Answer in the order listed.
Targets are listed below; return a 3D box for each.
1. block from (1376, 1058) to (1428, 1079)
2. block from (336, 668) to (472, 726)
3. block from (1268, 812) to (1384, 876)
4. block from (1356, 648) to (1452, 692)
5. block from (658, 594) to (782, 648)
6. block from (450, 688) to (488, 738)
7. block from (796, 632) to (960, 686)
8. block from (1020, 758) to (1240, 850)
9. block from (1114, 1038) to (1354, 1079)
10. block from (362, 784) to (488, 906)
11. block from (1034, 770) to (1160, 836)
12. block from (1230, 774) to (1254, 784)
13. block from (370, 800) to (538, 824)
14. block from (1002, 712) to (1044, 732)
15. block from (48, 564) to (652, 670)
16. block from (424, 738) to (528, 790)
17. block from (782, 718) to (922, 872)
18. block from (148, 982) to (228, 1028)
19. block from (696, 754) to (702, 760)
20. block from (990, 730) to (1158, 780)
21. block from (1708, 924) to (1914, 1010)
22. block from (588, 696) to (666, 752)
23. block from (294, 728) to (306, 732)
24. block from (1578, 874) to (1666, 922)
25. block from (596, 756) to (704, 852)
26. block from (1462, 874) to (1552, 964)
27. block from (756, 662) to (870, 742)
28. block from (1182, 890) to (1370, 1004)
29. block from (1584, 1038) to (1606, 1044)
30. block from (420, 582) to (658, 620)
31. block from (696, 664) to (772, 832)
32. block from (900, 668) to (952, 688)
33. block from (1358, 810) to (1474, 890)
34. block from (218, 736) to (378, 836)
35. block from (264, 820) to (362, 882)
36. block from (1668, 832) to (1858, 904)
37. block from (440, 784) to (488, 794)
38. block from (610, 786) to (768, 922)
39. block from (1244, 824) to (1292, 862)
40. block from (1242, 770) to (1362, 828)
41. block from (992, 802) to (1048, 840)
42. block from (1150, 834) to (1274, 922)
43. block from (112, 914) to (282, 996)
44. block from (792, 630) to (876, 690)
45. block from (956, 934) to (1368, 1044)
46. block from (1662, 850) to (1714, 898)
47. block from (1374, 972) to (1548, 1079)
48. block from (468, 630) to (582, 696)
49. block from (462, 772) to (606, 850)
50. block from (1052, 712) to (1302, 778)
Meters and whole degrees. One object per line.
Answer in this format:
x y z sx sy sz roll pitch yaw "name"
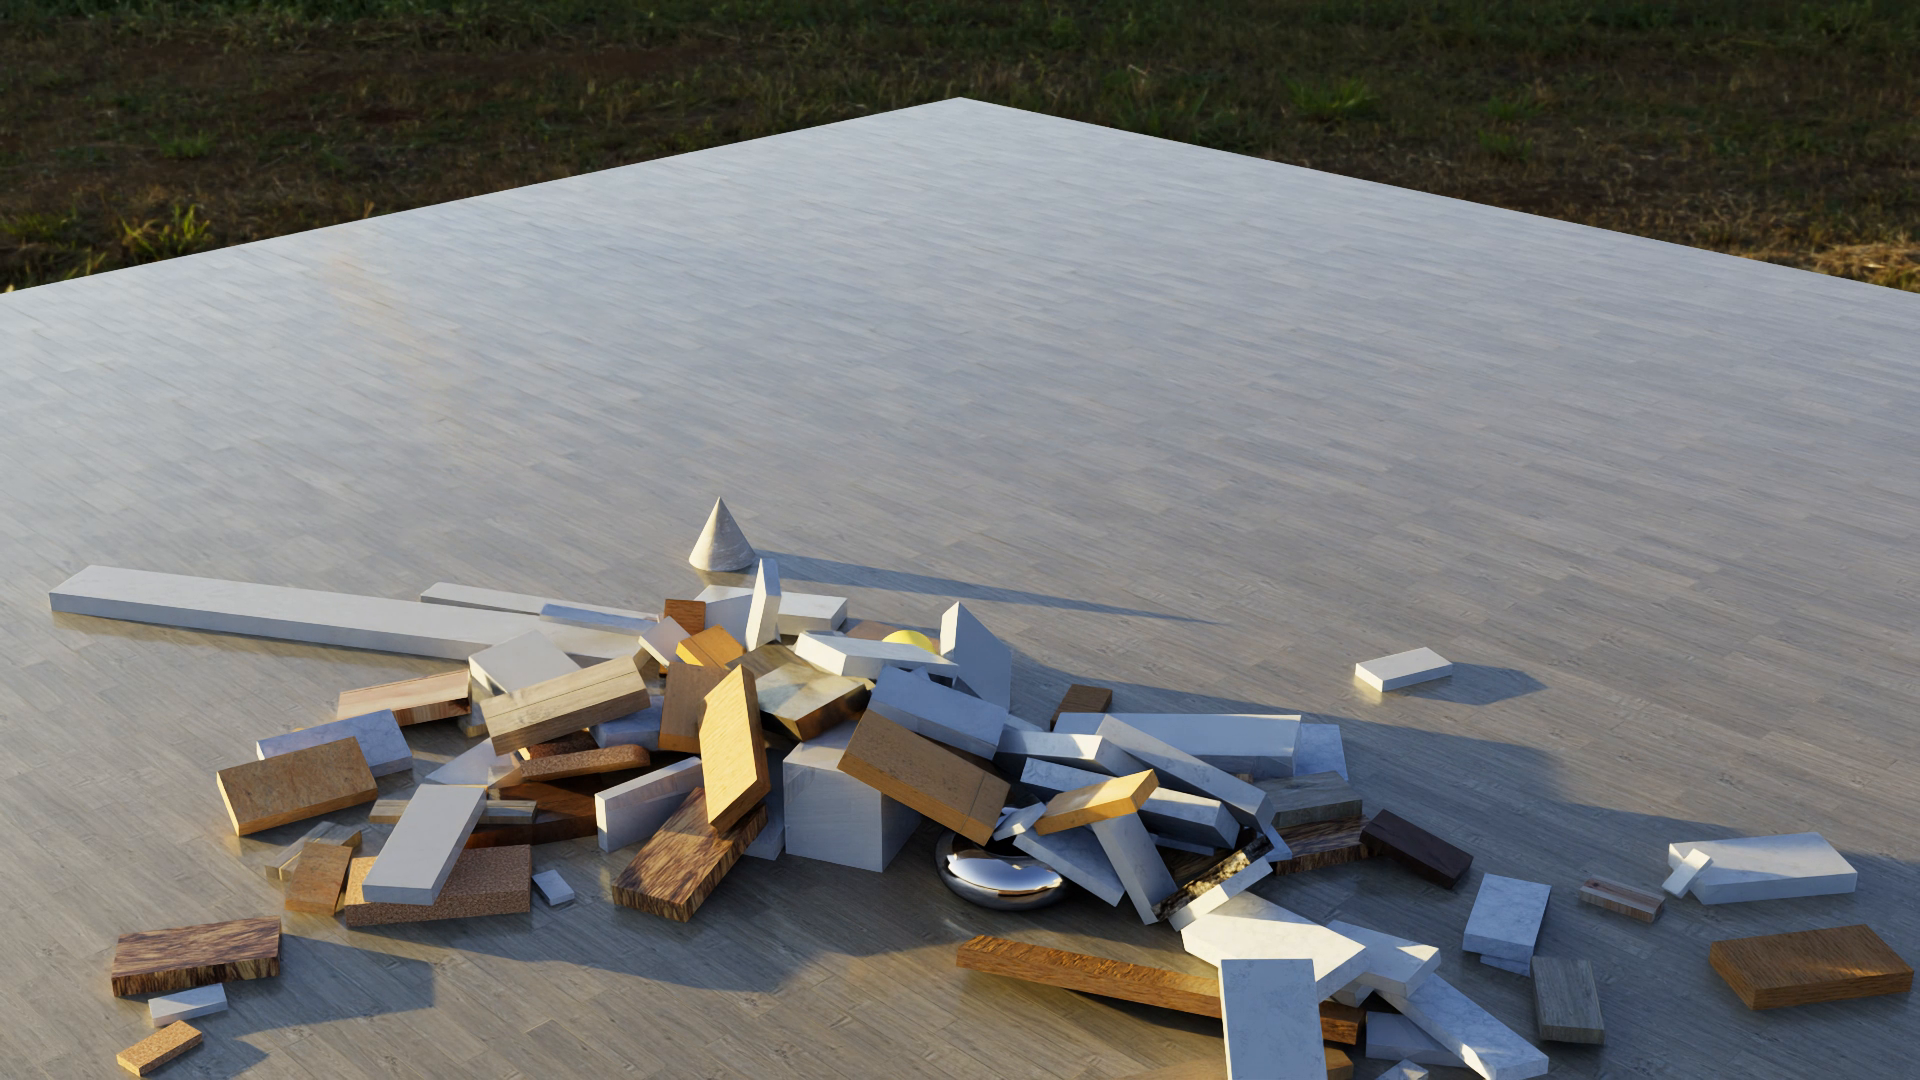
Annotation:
0.727 0.894 3.637 0.095 0.014 0.048 -20 30 -39 "block"
-1.218 0.357 4.828 0.282 0.040 0.141 -10 24 -7 "block"
0.703 0.593 4.318 0.246 0.035 0.123 -8 24 -18 "block"
1.016 0.295 5.029 0.197 0.028 0.099 -11 25 -24 "block"
-0.557 0.209 5.086 0.263 0.037 0.131 -11 66 -11 "block"
-1.071 0.379 4.836 0.086 0.024 0.171 -13 26 -29 "block"
-0.172 0.251 4.616 0.316 0.045 0.158 8 9 -43 "block"
0.329 0.509 4.247 0.396 0.049 0.173 11 -18 24 "block"
-0.082 0.962 3.459 1.523 0.027 0.095 -8 24 -18 "block"
-1.020 0.578 4.203 0.131 0.037 0.342 3 27 5 "block"
0.252 0.488 4.081 0.220 0.031 0.110 -19 11 34 "block"
0.527 0.486 4.461 0.127 0.018 0.063 0 -11 -1 "block"
-1.001 0.538 4.350 0.320 0.017 0.062 0 23 0 "block"
0.124 0.404 4.610 0.119 0.034 0.238 24 2 -6 "block"
-1.460 0.190 5.250 1.511 0.049 0.172 6 24 13 "block"
-0.968 0.471 4.599 0.140 0.040 0.280 13 26 27 "block"
-0.210 0.497 4.328 0.205 0.205 0.205 8 24 19 "block"
-1.345 0.809 3.831 0.123 0.017 0.062 -11 25 -23 "block"
-0.449 0.490 4.563 0.235 0.033 0.117 10 25 23 "block"
0.209 0.443 4.366 0.346 0.173 0.049 -2 58 50 "block"
1.514 0.759 3.916 0.304 0.043 0.152 -4 23 -10 "block"
-0.613 0.385 4.643 0.329 0.047 0.164 -2 21 -26 "block"
-1.358 0.444 4.681 0.180 0.026 0.090 8 24 18 "block"
1.248 0.675 4.145 0.141 0.020 0.071 16 28 33 "block"
-0.613 0.525 4.374 0.235 0.117 0.033 -19 29 -37 "block"
1.010 0.696 4.056 0.123 0.035 0.247 9 21 20 "block"
-0.334 0.327 4.470 0.167 0.047 0.334 -28 18 -26 "block"
0.548 0.714 3.841 0.154 0.044 0.308 -27 26 -28 "block"
1.069 0.819 3.804 0.071 0.020 0.141 2 23 5 "block"
-0.929 0.181 5.304 0.800 0.024 0.085 8 24 17 "block"
-0.453 0.409 4.370 0.038 0.135 0.392 39 17 -28 "block"
-0.090 0.393 4.520 0.119 0.242 0.034 13 -16 -22 "block"
0.884 0.598 4.260 0.197 0.028 0.099 28 33 25 "block"
-1.344 0.498 4.463 0.282 0.040 0.141 -14 52 -29 "block"
-1.260 0.610 4.290 0.090 0.025 0.180 9 25 20 "block"
1.539 0.629 4.222 0.305 0.043 0.152 -3 23 -8 "block"
-1.002 0.511 4.419 0.097 0.014 0.049 0 23 1 "block"
-0.516 0.601 4.224 0.158 0.045 0.316 10 34 23 "block"
0.596 0.588 4.267 0.056 0.016 0.112 -6 24 -13 "block"
0.665 0.522 4.398 0.246 0.035 0.123 -7 24 -15 "block"
0.110 0.528 4.121 0.063 0.018 0.127 -42 5 -29 "block"
0.463 0.621 4.037 0.031 0.228 0.110 57 31 11 "block"
-1.368 0.746 3.952 0.280 0.040 0.140 -5 24 -13 "block"
-0.178 0.314 4.711 0.354 0.050 0.177 36 11 21 "block"
0.346 0.778 3.827 0.704 0.035 0.123 8 3 18 "block"
1.379 0.633 4.168 0.095 0.014 0.048 -47 22 -4 "block"
0.820 0.802 3.766 0.104 0.029 0.456 -6 18 -23 "block"
-0.931 0.320 4.879 0.172 0.049 0.344 -23 37 -31 "block"
-0.876 0.551 4.401 0.341 0.047 0.167 -8 24 -17 "block"
0.448 0.428 4.608 0.516 0.050 0.177 -1 23 15 "block"
